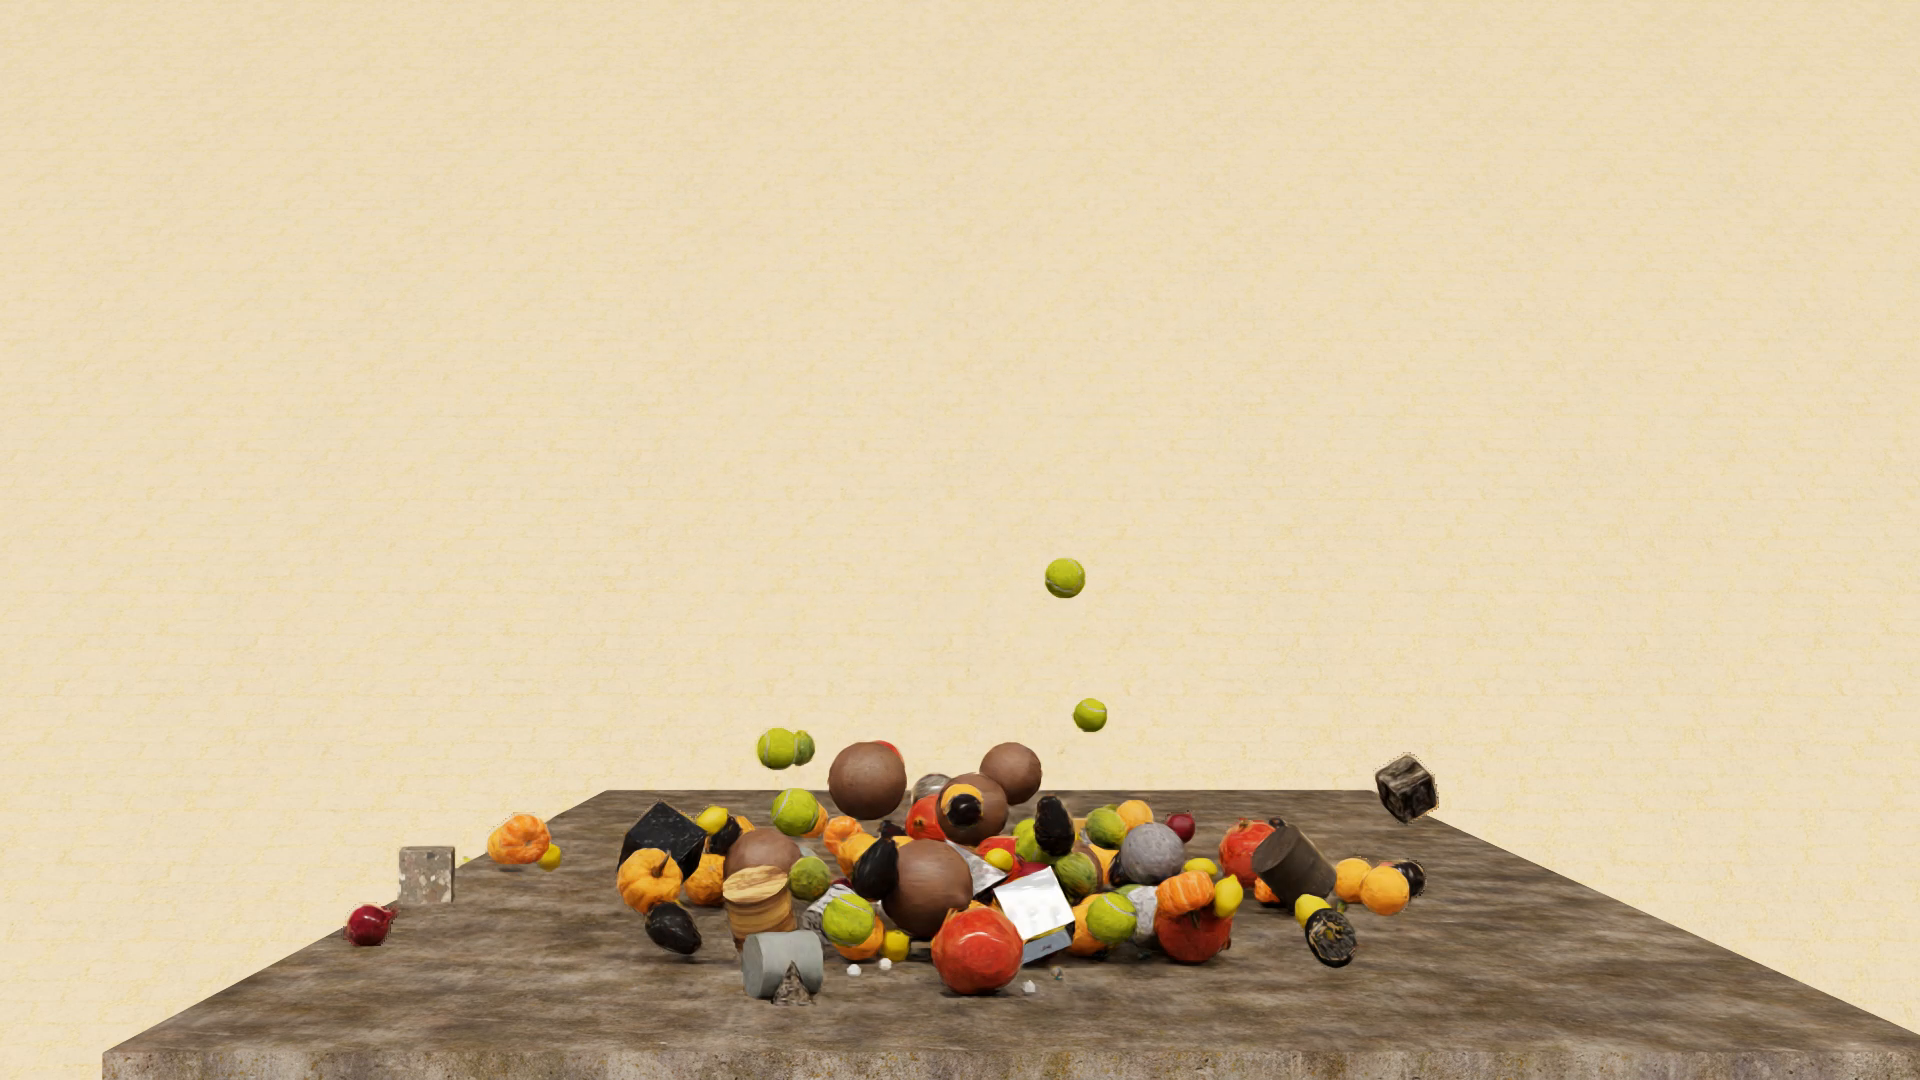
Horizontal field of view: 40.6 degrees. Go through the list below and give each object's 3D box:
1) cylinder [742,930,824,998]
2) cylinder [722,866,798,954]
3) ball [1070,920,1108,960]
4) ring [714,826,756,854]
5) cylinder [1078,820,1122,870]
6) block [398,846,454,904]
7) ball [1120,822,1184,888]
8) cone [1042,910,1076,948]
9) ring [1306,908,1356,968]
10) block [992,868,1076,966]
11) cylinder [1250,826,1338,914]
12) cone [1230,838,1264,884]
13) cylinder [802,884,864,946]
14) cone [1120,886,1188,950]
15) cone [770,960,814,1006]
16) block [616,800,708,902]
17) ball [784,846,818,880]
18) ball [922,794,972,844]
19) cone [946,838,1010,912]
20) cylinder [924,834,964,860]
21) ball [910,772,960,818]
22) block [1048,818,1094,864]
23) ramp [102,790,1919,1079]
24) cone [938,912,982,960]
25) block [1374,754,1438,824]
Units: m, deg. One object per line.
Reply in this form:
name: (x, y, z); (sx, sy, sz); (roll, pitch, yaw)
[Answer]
cylinder: (-0.219, 0.523, 3.200); (0.078, 0.078, 0.078); (1, 31, -25)
cylinder: (-0.268, 0.498, 3.486); (0.088, 0.088, 0.088); (-8, 26, 4)
ball: (0.173, 0.539, 3.499); (0.054, 0.054, 0.054); (0, 34, 0)
ring: (-0.436, 0.580, 5.026); (0.087, 0.087, 0.029); (-22, 77, -29)
cylinder: (0.253, 0.550, 4.669); (0.070, 0.070, 0.070); (-5, 62, 10)
block: (-0.871, 0.547, 4.240); (0.084, 0.084, 0.084); (0, -1, -8)
ball: (0.259, 0.424, 3.498); (0.087, 0.087, 0.087); (0, 34, 0)
cone: (0.158, 0.561, 3.673); (0.059, 0.059, 0.059); (-27, 45, 31)
ring: (0.475, 0.509, 3.319); (0.079, 0.026, 0.079); (21, 52, -29)
block: (0.098, 0.502, 3.457); (0.082, 0.082, 0.082); (-20, 60, -12)
cylinder: (0.517, 0.510, 4.021); (0.096, 0.096, 0.096); (-39, 17, 14)
cone: (0.521, 0.577, 4.510); (0.083, 0.083, 0.083); (-5, 26, -8)
cylinder: (-0.180, 0.529, 3.665); (0.062, 0.062, 0.062); (21, 39, 28)
cone: (0.270, 0.530, 3.564); (0.096, 0.096, 0.096); (0, 6, 0)
cone: (-0.203, 0.534, 3.146); (0.053, 0.053, 0.053); (0, -1, 0)
block: (-0.457, 0.478, 3.983); (0.090, 0.090, 0.090); (32, 44, 14)
ball: (-0.278, 0.566, 4.543); (0.061, 0.061, 0.061); (0, 34, 0)
ball: (-0.022, 0.481, 4.473); (0.086, 0.086, 0.086); (0, 34, 0)
cone: (0.005, 0.463, 3.687); (0.095, 0.095, 0.095); (-26, 76, -33)
cylinder: (-0.031, 0.574, 4.902); (0.059, 0.059, 0.059); (15, 1, 21)
ball: (-0.048, 0.506, 5.091); (0.099, 0.099, 0.099); (0, 34, 0)
block: (0.212, 0.565, 4.871); (0.080, 0.080, 0.080); (0, -1, -9)
ramp: (0.075, 0.653, 4.795); (2.000, 0.100, 4.000); (0, -1, 0)
cone: (-0.016, 0.556, 3.542); (0.068, 0.068, 0.068); (15, 32, 21)
block: (0.685, 0.383, 3.987); (0.064, 0.064, 0.064); (-28, 38, -12)
